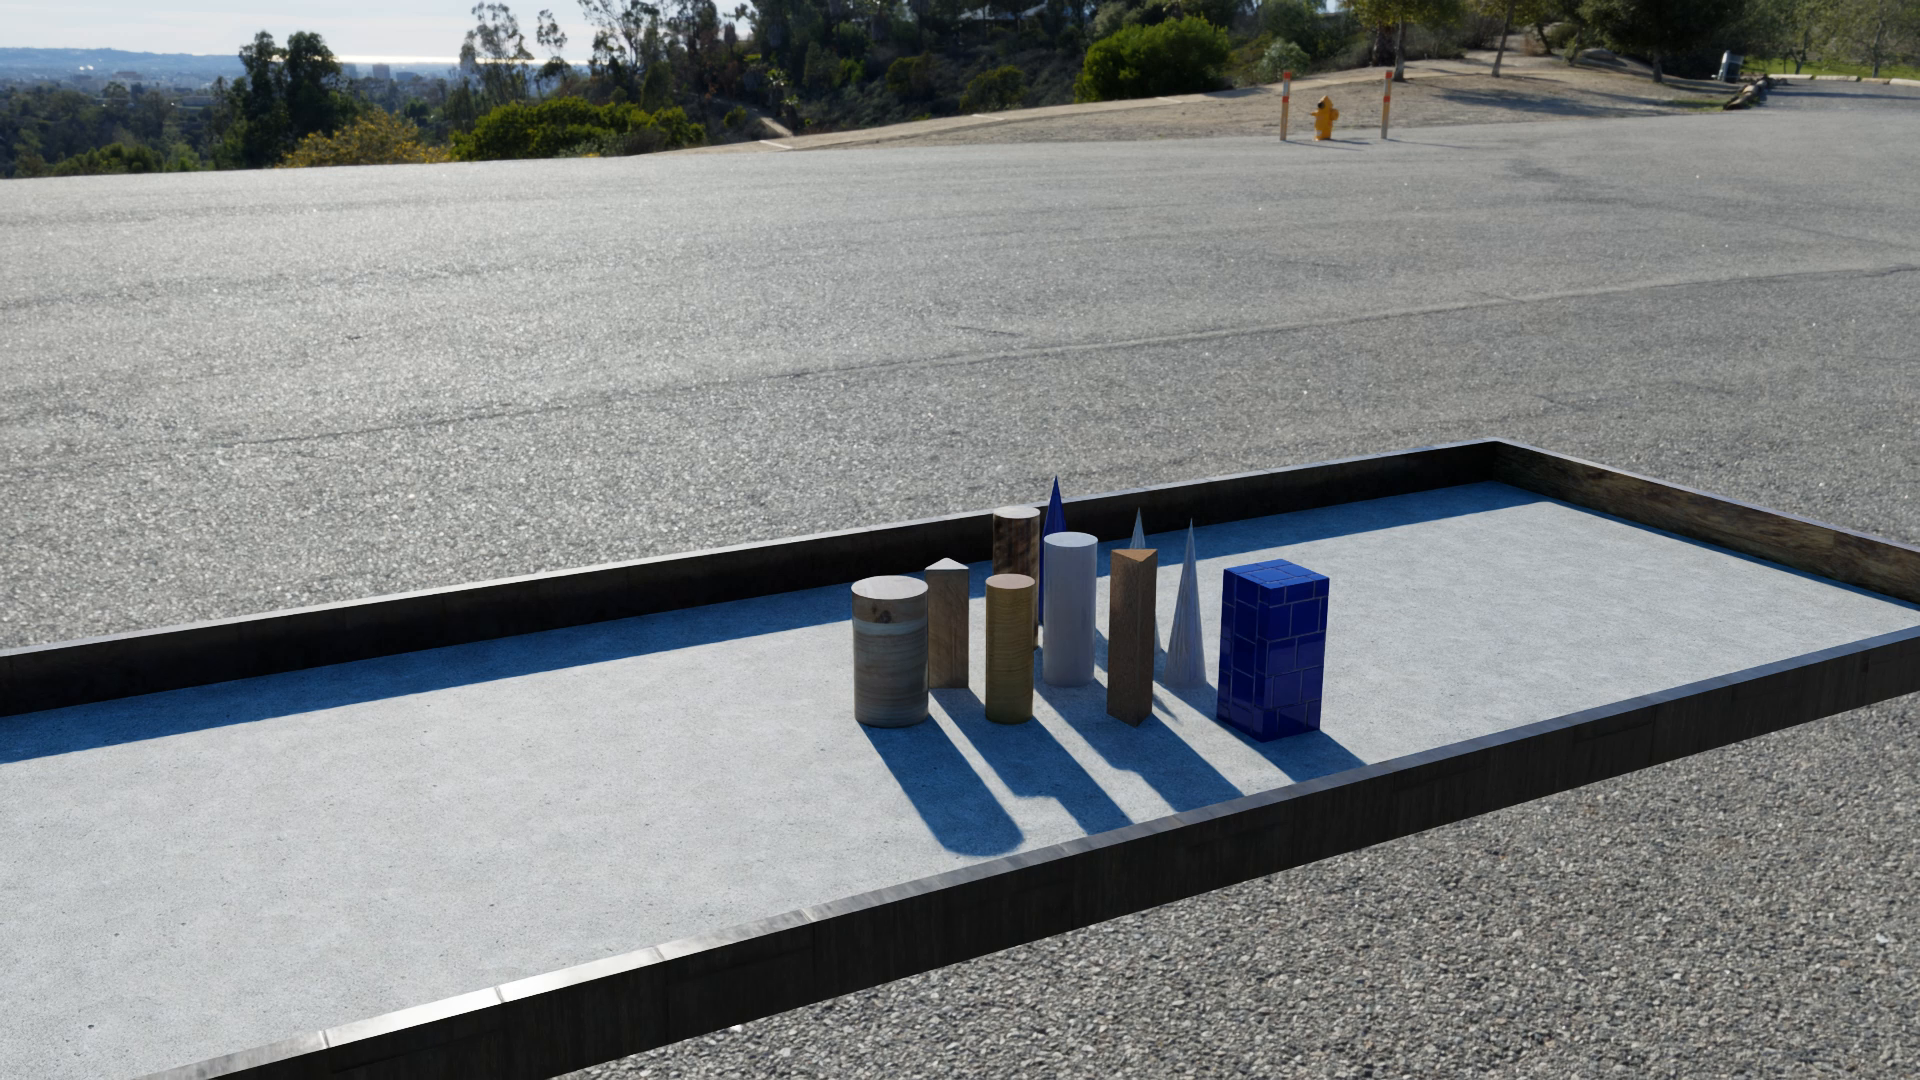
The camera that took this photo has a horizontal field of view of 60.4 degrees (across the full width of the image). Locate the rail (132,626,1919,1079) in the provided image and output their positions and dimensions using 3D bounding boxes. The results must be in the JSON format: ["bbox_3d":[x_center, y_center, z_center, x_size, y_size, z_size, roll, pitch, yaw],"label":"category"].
[{"bbox_3d":[-2.336,1.006,1.665,12.000,0.150,0.050,-9,18,-27],"label":"rail"}]

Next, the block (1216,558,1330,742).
[{"bbox_3d":[0.725,0.254,3.833,0.171,0.371,0.171,-9,18,-27],"label":"block"}]

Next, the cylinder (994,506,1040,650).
[{"bbox_3d":[0.148,0.104,4.344,0.122,0.370,0.122,0,16,0],"label":"cylinder"}]

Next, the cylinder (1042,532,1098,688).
[{"bbox_3d":[0.273,0.174,4.116,0.132,0.365,0.132,0,16,0],"label":"cylinder"}]

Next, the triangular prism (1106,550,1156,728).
[{"bbox_3d":[0.420,0.224,3.871,0.093,0.407,0.107,-11,19,-32],"label":"triangular prism"}]

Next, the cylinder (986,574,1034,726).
[{"bbox_3d":[0.117,0.257,3.882,0.114,0.337,0.114,0,16,0],"label":"cylinder"}]

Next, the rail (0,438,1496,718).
[{"bbox_3d":[-3.305,0.497,3.399,12.000,0.150,0.050,-9,18,-27],"label":"rail"}]

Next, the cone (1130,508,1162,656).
[{"bbox_3d":[0.464,0.100,4.323,0.142,0.389,0.142,0,16,0],"label":"cone"}]

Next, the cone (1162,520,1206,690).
[{"bbox_3d":[0.565,0.149,4.083,0.111,0.431,0.111,0,16,0],"label":"cone"}]

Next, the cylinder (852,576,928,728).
[{"bbox_3d":[-0.164,0.263,3.894,0.179,0.319,0.179,0,16,0],"label":"cylinder"}]

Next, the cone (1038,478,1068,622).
[{"bbox_3d":[0.265,0.012,4.593,0.165,0.407,0.165,0,16,0],"label":"cone"}]

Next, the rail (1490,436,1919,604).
[{"bbox_3d":[2.466,-0.048,5.253,0.050,0.150,2.100,-9,18,-27],"label":"rail"}]

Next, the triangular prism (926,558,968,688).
[{"bbox_3d":[-0.032,0.206,4.101,0.105,0.311,0.091,0,16,-2],"label":"triangular prism"}]
